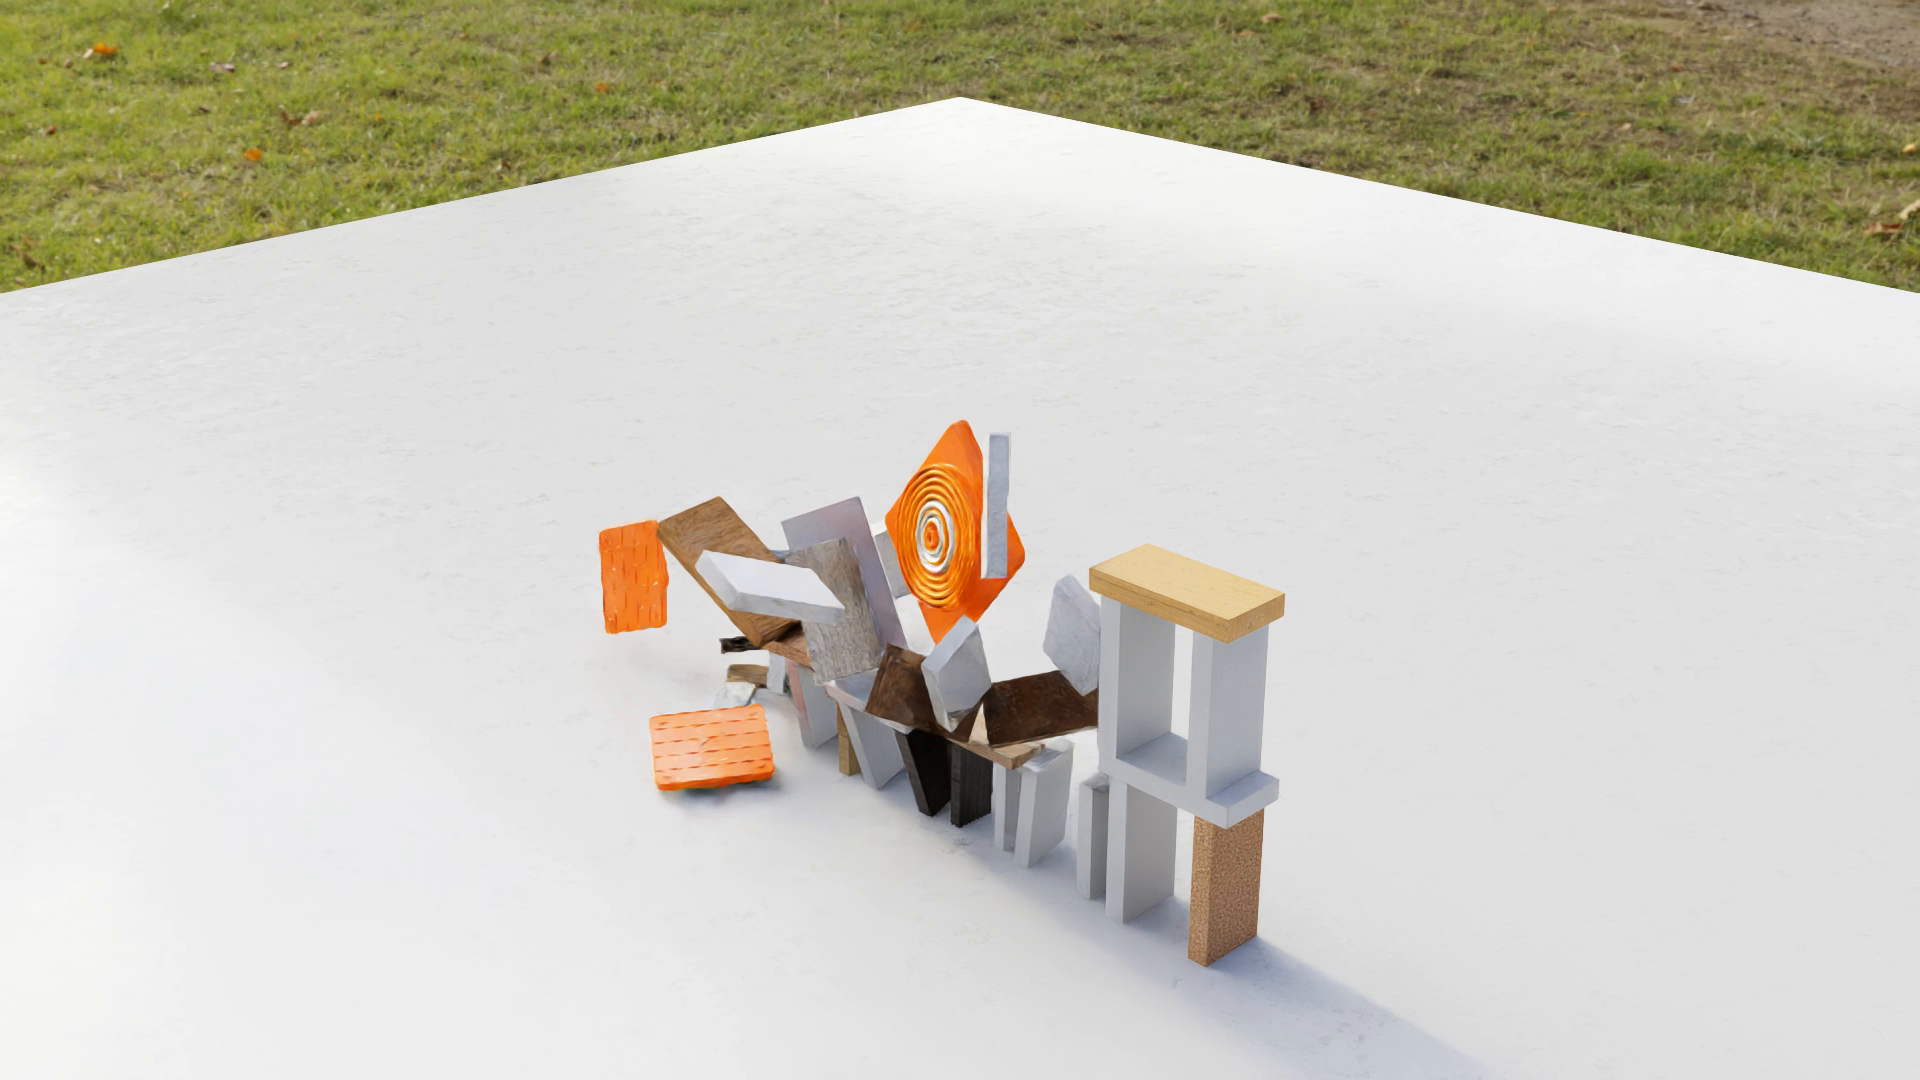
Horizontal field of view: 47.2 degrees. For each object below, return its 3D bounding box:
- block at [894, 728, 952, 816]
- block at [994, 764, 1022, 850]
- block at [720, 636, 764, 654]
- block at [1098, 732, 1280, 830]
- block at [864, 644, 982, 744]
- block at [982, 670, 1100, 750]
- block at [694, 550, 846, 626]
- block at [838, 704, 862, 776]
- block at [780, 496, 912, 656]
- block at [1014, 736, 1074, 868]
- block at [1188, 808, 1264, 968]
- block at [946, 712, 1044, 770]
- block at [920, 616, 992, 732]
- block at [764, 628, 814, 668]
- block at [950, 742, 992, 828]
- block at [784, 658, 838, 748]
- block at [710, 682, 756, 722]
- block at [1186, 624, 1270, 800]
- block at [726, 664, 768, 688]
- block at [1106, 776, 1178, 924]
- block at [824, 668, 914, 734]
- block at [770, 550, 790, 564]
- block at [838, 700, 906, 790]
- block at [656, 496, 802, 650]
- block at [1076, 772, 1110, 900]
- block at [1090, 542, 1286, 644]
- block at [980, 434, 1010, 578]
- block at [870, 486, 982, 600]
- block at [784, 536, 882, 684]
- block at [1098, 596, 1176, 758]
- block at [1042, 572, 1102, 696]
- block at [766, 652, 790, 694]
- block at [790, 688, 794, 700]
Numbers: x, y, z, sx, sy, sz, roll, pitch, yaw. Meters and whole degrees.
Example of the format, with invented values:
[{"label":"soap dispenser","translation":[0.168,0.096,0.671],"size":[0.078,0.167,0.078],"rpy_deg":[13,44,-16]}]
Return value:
[{"label":"block","translation":[-0.056,0.429,4.412],"size":[0.034,0.238,0.119],"rpy_deg":[21,49,40]},{"label":"block","translation":[0.111,0.509,4.323],"size":[0.092,0.184,0.026],"rpy_deg":[-19,30,-41]},{"label":"block","translation":[-0.493,0.236,5.000],"size":[0.104,0.052,0.015],"rpy_deg":[-6,65,-7]},{"label":"block","translation":[0.409,0.422,3.953],"size":[0.297,0.042,0.148],"rpy_deg":[21,31,41]},{"label":"block","translation":[-0.059,0.292,4.152],"size":[0.037,0.132,0.326],"rpy_deg":[17,-4,32]},{"label":"block","translation":[0.165,0.316,4.201],"size":[0.239,0.120,0.034],"rpy_deg":[-12,-18,6]},{"label":"block","translation":[-0.348,0.089,4.056],"size":[0.265,0.037,0.132],"rpy_deg":[11,26,-45]},{"label":"block","translation":[-0.204,0.372,4.598],"size":[0.032,0.223,0.112],"rpy_deg":[21,31,41]},{"label":"block","translation":[-0.228,0.097,4.417],"size":[0.167,0.334,0.047],"rpy_deg":[-18,-7,2]},{"label":"block","translation":[0.162,0.507,4.243],"size":[0.034,0.239,0.120],"rpy_deg":[26,39,30]},{"label":"block","translation":[0.479,0.605,3.955],"size":[0.042,0.297,0.148],"rpy_deg":[21,31,41]},{"label":"block","translation":[0.068,0.395,4.323],"size":[0.092,0.026,0.184],"rpy_deg":[-19,29,-41]},{"label":"block","translation":[-0.005,0.250,4.070],"size":[0.035,0.248,0.124],"rpy_deg":[33,69,23]},{"label":"block","translation":[-0.309,0.218,4.612],"size":[0.112,0.032,0.223],"rpy_deg":[-22,22,-32]},{"label":"block","translation":[0.024,0.475,4.403],"size":[0.092,0.184,0.026],"rpy_deg":[-19,30,-41]},{"label":"block","translation":[-0.309,0.321,4.711],"size":[0.032,0.223,0.112],"rpy_deg":[5,23,38]},{"label":"block","translation":[-0.504,0.359,4.890],"size":[0.072,0.020,0.144],"rpy_deg":[3,23,7]},{"label":"block","translation":[0.466,0.281,3.832],"size":[0.044,0.310,0.155],"rpy_deg":[21,31,41]},{"label":"block","translation":[-0.475,0.308,4.987],"size":[0.104,0.015,0.052],"rpy_deg":[2,48,4]},{"label":"block","translation":[0.339,0.550,4.083],"size":[0.042,0.297,0.148],"rpy_deg":[21,31,41]},{"label":"block","translation":[-0.146,0.301,4.382],"size":[0.119,0.034,0.238],"rpy_deg":[-38,39,-28]},{"label":"block","translation":[-0.392,0.042,4.939],"size":[0.144,0.020,0.072],"rpy_deg":[-3,-17,-43]},{"label":"block","translation":[-0.169,0.386,4.515],"size":[0.034,0.238,0.119],"rpy_deg":[21,49,41]},{"label":"block","translation":[-0.473,0.066,4.686],"size":[0.167,0.047,0.350],"rpy_deg":[-26,64,-40]},{"label":"block","translation":[0.275,0.550,4.159],"size":[0.034,0.239,0.120],"rpy_deg":[21,31,41]},{"label":"block","translation":[0.393,0.090,3.830],"size":[0.310,0.044,0.155],"rpy_deg":[21,31,41]},{"label":"block","translation":[0.061,-0.056,3.843],"size":[0.035,0.248,0.124],"rpy_deg":[1,-1,-4]},{"label":"block","translation":[-0.108,0.025,4.621],"size":[0.334,0.167,0.047],"rpy_deg":[-23,32,19]},{"label":"block","translation":[-0.249,0.139,4.358],"size":[0.132,0.265,0.037],"rpy_deg":[-16,-5,13]},{"label":"block","translation":[0.320,0.224,3.967],"size":[0.044,0.310,0.155],"rpy_deg":[21,31,41]},{"label":"block","translation":[0.214,0.176,4.049],"size":[0.035,0.247,0.124],"rpy_deg":[-30,64,-21]},{"label":"block","translation":[-0.396,0.208,4.903],"size":[0.036,0.257,0.128],"rpy_deg":[4,1,3]},{"label":"block","translation":[-0.313,0.293,5.024],"size":[0.128,0.036,0.257],"rpy_deg":[1,23,2]}]
